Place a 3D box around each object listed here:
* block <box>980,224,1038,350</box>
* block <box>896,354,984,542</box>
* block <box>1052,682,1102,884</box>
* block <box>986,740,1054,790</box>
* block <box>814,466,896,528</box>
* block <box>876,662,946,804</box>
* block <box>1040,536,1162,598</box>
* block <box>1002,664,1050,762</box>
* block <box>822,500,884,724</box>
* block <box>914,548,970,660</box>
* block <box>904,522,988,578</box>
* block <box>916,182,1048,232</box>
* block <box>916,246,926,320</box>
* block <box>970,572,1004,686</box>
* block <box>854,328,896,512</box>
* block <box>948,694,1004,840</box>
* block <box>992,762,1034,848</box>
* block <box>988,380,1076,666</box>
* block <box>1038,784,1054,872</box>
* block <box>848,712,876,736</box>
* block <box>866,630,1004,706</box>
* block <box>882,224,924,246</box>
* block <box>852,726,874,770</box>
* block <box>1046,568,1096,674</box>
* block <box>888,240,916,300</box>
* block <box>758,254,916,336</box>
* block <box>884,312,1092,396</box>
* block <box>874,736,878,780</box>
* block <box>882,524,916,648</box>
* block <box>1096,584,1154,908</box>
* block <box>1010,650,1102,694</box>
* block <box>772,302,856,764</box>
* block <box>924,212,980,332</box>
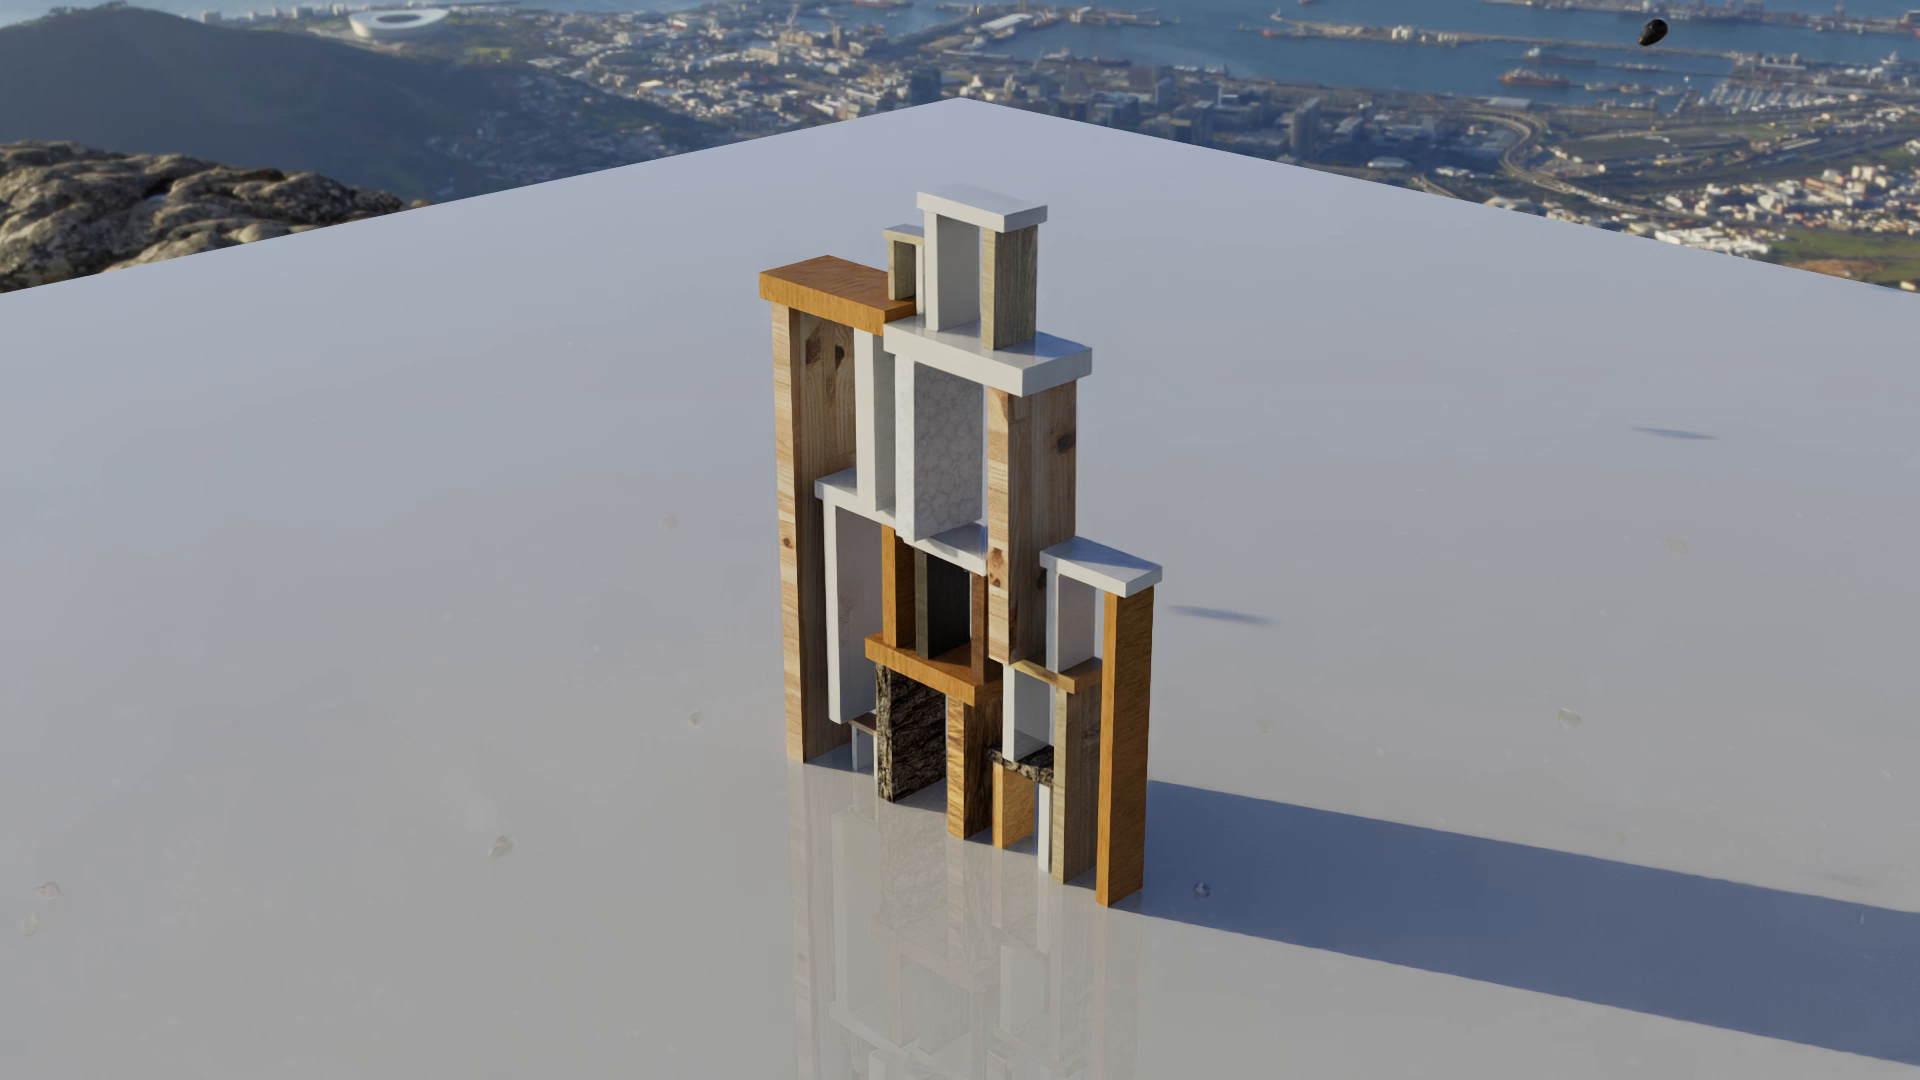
[{"bbox_3d":[0.088,-0.458,3.926,0.109,0.219,0.031,-20,30,-40],"label":"block"},{"bbox_3d":[-0.038,-0.192,4.169,0.180,0.359,0.051,-20,30,-40],"label":"block"},{"bbox_3d":[0.222,0.450,4.170,0.029,0.413,0.101,21,31,41],"label":"block"},{"bbox_3d":[0.150,0.426,4.248,0.093,0.026,0.185,-21,31,-41],"label":"block"},{"bbox_3d":[-0.155,-0.086,4.362,0.128,0.036,0.256,-21,31,-41],"label":"block"},{"bbox_3d":[-0.099,0.370,4.496,0.043,0.307,0.153,21,31,41],"label":"block"},{"bbox_3d":[0.253,0.047,3.961,0.203,0.029,0.102,21,31,40],"label":"block"},{"bbox_3d":[0.128,0.316,4.217,0.029,0.202,0.101,21,31,41],"label":"block"},{"bbox_3d":[-0.216,0.134,4.521,0.128,0.492,0.036,-21,31,-41],"label":"block"},{"bbox_3d":[-0.034,0.107,4.312,0.033,0.234,0.117,21,31,41],"label":"block"},{"bbox_3d":[0.013,0.007,4.202,0.117,0.033,0.234,-19,29,-39],"label":"block"},{"bbox_3d":[0.038,-0.596,3.925,0.109,0.031,0.219,-21,32,-41],"label":"block"},{"bbox_3d":[-0.055,-0.482,4.077,0.058,0.142,0.016,-21,31,-40],"label":"block"},{"bbox_3d":[0.075,0.151,4.209,0.117,0.234,0.033,-21,31,-40],"label":"block"},{"bbox_3d":[-0.117,-0.251,4.246,0.180,0.360,0.051,-21,31,-40],"label":"block"},{"bbox_3d":[0.045,0.426,4.363,0.043,0.307,0.153,21,31,41],"label":"block"},{"bbox_3d":[0.106,0.507,4.329,0.026,0.185,0.093,21,31,41],"label":"block"},{"bbox_3d":[0.133,-0.044,4.050,0.180,0.535,0.051,-22,31,-40],"label":"block"},{"bbox_3d":[0.193,0.541,4.248,0.026,0.185,0.093,21,31,41],"label":"block"},{"bbox_3d":[-0.180,0.384,4.578,0.050,0.014,0.101,-21,31,-41],"label":"block"},{"bbox_3d":[-0.027,0.237,4.361,0.307,0.043,0.153,21,31,41],"label":"block"},{"bbox_3d":[-0.082,-0.564,4.071,0.115,0.016,0.058,18,29,41],"label":"block"},{"bbox_3d":[-0.203,0.428,4.623,0.014,0.101,0.050,21,31,41],"label":"block"},{"bbox_3d":[0.204,0.135,4.050,0.102,0.203,0.029,-22,31,-40],"label":"block"},{"bbox_3d":[-0.108,-0.512,4.121,0.058,0.115,0.016,-21,31,-40],"label":"block"},{"bbox_3d":[-0.202,-0.474,4.244,0.180,0.051,0.360,-21,31,-40],"label":"block"},{"bbox_3d":[0.048,-0.349,4.013,0.180,0.051,0.359,-21,31,-40],"label":"block"},{"bbox_3d":[-0.156,0.447,4.579,0.014,0.101,0.050,21,31,41],"label":"block"},{"bbox_3d":[-0.095,0.073,4.364,0.036,0.257,0.128,21,31,41],"label":"block"},{"bbox_3d":[0.303,0.376,4.049,0.029,0.645,0.102,21,31,41],"label":"block"},{"bbox_3d":[0.174,0.228,4.128,0.101,0.029,0.202,-22,31,-40],"label":"block"},{"bbox_3d":[-0.287,-0.022,4.528,0.051,1.003,0.180,21,31,41],"label":"block"},{"bbox_3d":[-0.013,-0.500,4.020,0.109,0.219,0.031,-22,31,-40],"label":"block"}]
